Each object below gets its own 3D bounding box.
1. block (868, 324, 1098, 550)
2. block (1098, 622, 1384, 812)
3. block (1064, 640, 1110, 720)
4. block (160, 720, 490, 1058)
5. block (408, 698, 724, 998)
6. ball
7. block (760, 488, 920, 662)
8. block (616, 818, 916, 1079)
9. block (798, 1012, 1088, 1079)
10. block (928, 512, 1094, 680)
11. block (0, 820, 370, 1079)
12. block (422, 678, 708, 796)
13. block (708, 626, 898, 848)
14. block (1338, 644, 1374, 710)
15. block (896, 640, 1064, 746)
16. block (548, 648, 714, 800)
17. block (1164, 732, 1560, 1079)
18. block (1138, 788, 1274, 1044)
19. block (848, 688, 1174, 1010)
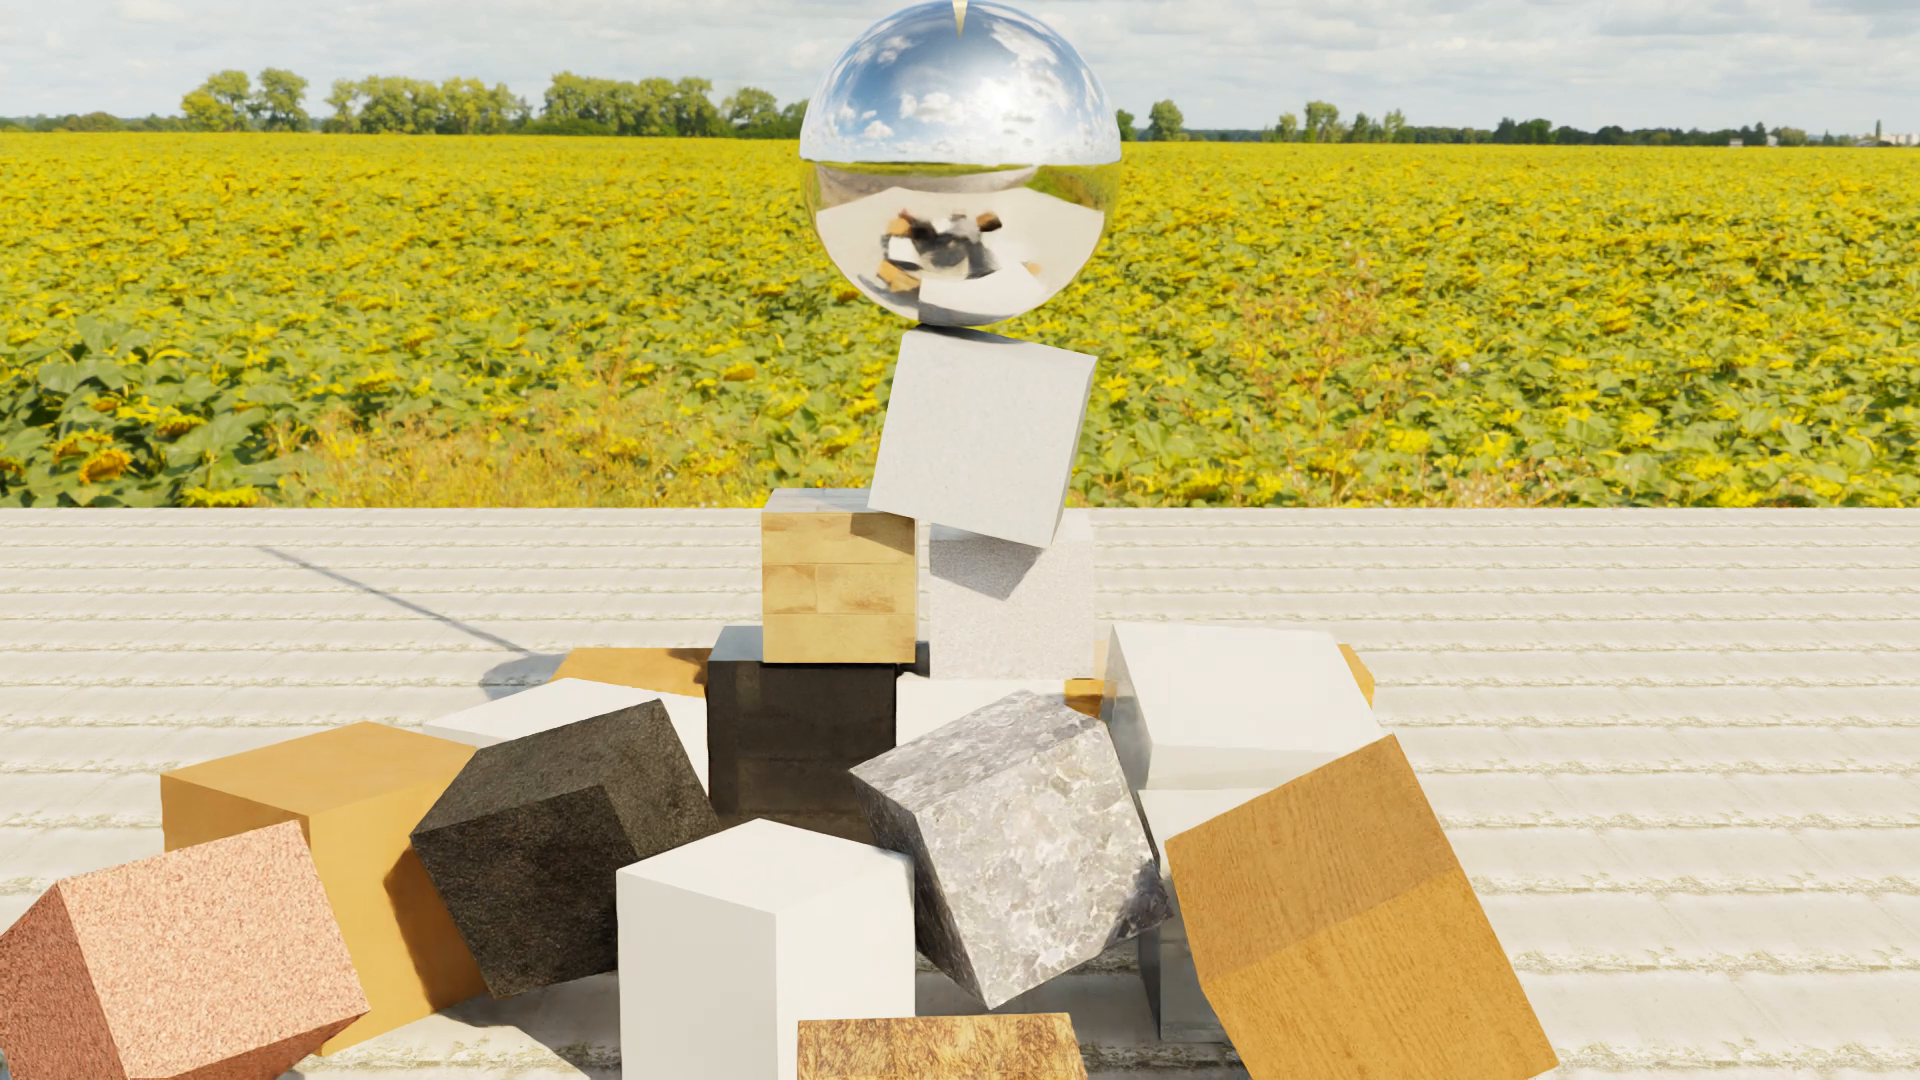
[{"bbox_3d":[0.130,-0.545,10.890,0.898,0.852,0.914,13,11,4],"label":"block"},{"bbox_3d":[1.253,1.074,10.137,1.061,0.924,1.163,3,24,-7],"label":"block"},{"bbox_3d":[0.901,1.044,11.374,0.773,0.877,0.855,0,10,0],"label":"block"},{"bbox_3d":[-2.550,1.403,9.126,0.960,0.974,1.034,8,13,36],"label":"block"},{"bbox_3d":[-1.510,1.216,8.694,0.860,0.765,0.688,-16,19,18],"label":"block"},{"bbox_3d":[0.000,-1.847,10.818,1.600,1.600,1.600,0,10,0],"label":"ball"},{"bbox_3d":[-0.591,0.167,11.125,0.748,0.749,0.748,0,10,0],"label":"block"},{"bbox_3d":[-0.709,1.623,8.143,0.771,0.892,0.773,8,13,36],"label":"block"},{"bbox_3d":[-0.057,1.956,6.660,0.860,0.768,0.768,-1,10,-4],"label":"block"},{"bbox_3d":[0.258,0.273,11.212,0.810,0.701,0.793,0,10,0],"label":"block"},{"bbox_3d":[-2.795,1.586,7.792,0.894,0.741,0.850,-11,-19,-47],"label":"block"},{"bbox_3d":[-1.782,1.244,10.070,0.830,0.950,0.985,6,12,29],"label":"block"},{"bbox_3d":[-0.785,1.002,11.345,0.926,0.970,0.802,0,10,0],"label":"block"},{"bbox_3d":[1.675,1.047,11.363,0.764,0.874,0.753,0,10,1],"label":"block"},{"bbox_3d":[0.100,1.046,11.370,0.823,0.873,0.889,0,10,0],"label":"block"},{"bbox_3d":[-1.664,1.064,11.391,0.795,0.831,0.891,0,10,0],"label":"block"},{"bbox_3d":[1.389,1.445,7.791,0.938,0.868,0.985,-27,20,8],"label":"block"},{"bbox_3d":[1.185,1.517,9.026,0.824,0.765,0.894,-1,10,-1],"label":"block"},{"bbox_3d":[0.183,1.169,8.529,0.801,0.814,0.828,-24,13,-16],"label":"block"}]
